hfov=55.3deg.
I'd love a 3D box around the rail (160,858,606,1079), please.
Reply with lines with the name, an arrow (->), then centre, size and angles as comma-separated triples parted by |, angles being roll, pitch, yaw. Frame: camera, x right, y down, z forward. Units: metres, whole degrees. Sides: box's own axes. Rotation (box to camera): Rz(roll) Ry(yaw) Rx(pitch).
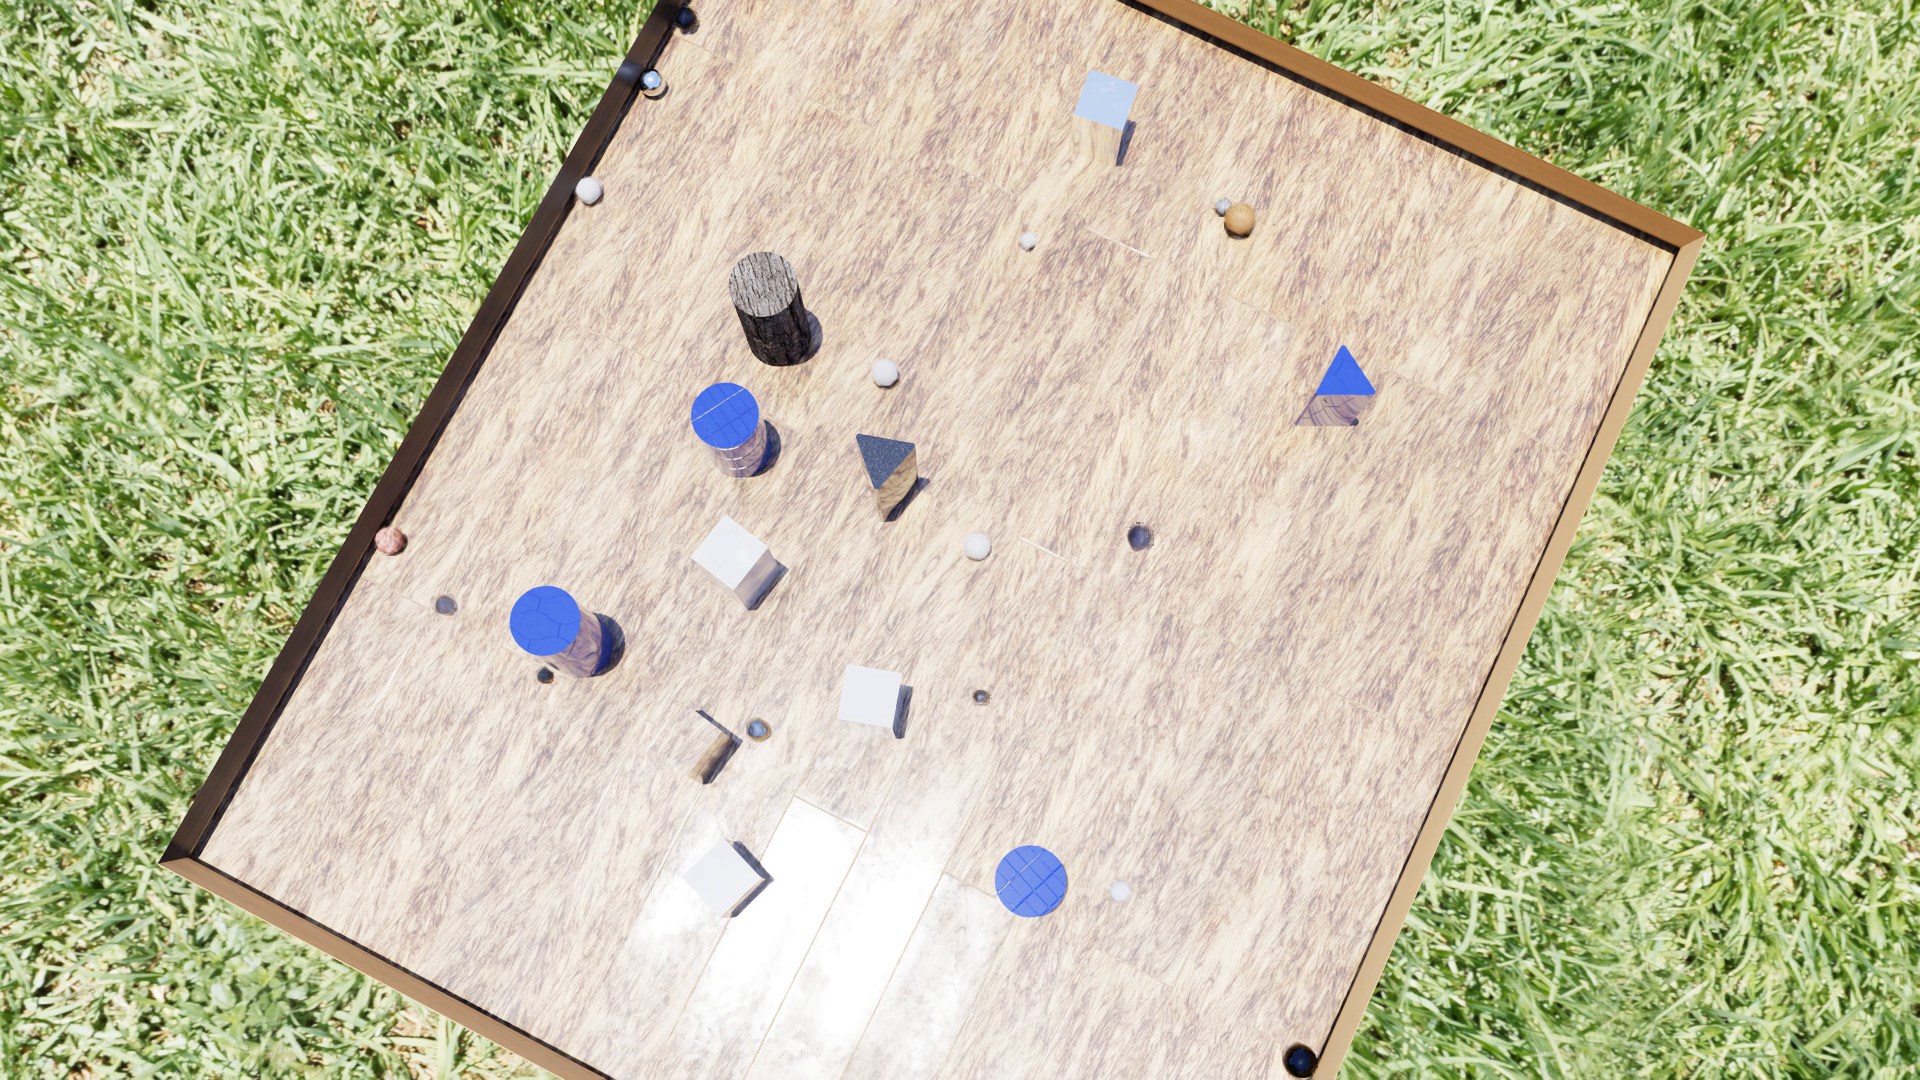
rail -> -0.838, 1.648, 5.209 | 3.288, 0.129, 0.045 | 26, 80, 5

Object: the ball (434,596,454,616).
ball -> -1.559, 0.197, 5.545 | 0.060, 0.060, 0.060 | 0, 78, 0

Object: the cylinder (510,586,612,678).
cylinder -> -1.150, 0.272, 5.314 | 0.198, 0.482, 0.198 | 0, 78, 0

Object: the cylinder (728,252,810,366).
cylinder -> -0.567, -0.687, 5.510 | 0.198, 0.487, 0.198 | 0, 78, 0

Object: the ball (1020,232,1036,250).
ball -> 0.215, -0.944, 5.786 | 0.051, 0.051, 0.051 | 0, 78, 0

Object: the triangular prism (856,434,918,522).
triangular prism -> -0.240, -0.210, 5.436 | 0.148, 0.440, 0.171 | 40, 81, 8

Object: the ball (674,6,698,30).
ball -> -0.887, -1.686, 5.927 | 0.075, 0.075, 0.075 | 0, 78, 0

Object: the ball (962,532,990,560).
ball -> 0.050, 0.017, 5.570 | 0.085, 0.085, 0.085 | 0, 78, 0

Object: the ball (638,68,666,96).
ball -> -0.987, -1.468, 5.876 | 0.087, 0.087, 0.087 | 0, 78, 0

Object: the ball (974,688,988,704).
ball -> 0.063, 0.470, 5.495 | 0.047, 0.047, 0.047 | 0, 78, 0

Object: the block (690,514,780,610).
block -> -0.660, 0.071, 5.420 | 0.158, 0.357, 0.158 | 37, 81, 7

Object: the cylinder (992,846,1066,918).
cylinder -> 0.195, 0.979, 5.240 | 0.198, 0.341, 0.198 | 0, 78, 0

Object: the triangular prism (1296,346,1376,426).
triangular prism -> 1.126, -0.465, 5.535 | 0.171, 0.349, 0.148 | 0, 78, 0

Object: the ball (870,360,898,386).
ball -> -0.234, -0.517, 5.680 | 0.085, 0.085, 0.085 | 0, 78, 0

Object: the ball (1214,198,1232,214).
ball -> 0.835, -1.058, 5.808 | 0.053, 0.053, 0.053 | 0, 78, 0

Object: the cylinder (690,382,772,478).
cylinder -> -0.681, -0.324, 5.494 | 0.198, 0.372, 0.198 | 0, 78, 0

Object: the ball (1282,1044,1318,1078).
ball -> 0.975, 1.495, 5.257 | 0.098, 0.098, 0.098 | 0, 78, 0

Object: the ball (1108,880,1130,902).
ball -> 0.467, 1.029, 5.371 | 0.063, 0.063, 0.063 | 0, 78, 0

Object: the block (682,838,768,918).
block -> -0.673, 0.977, 5.288 | 0.158, 0.248, 0.158 | -44, 82, -8

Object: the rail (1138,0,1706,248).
rail -> 0.838, -1.634, 5.888 | 3.288, 0.129, 0.045 | 26, 80, 5

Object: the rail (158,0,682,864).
rail -> -1.449, -0.703, 5.695 | 0.045, 0.129, 3.795 | 26, 80, 5

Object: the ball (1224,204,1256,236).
ball -> 0.884, -1.010, 5.775 | 0.099, 0.099, 0.099 | 0, 78, 0

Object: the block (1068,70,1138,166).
block -> 0.448, -1.321, 5.750 | 0.158, 0.274, 0.158 | 19, 79, 4

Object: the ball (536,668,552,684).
ball -> -1.248, 0.408, 5.508 | 0.046, 0.046, 0.046 | 0, 78, 0

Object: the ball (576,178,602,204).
ball -> -1.176, -1.108, 5.805 | 0.080, 0.080, 0.080 | 0, 78, 0

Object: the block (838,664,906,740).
block -> -0.257, 0.475, 5.353 | 0.158, 0.323, 0.158 | 10, 78, 2

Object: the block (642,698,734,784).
block -> -0.784, 0.589, 5.329 | 0.158, 0.325, 0.158 | 36, 81, 7

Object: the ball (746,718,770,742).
ball -> -0.601, 0.566, 5.464 | 0.069, 0.069, 0.069 | 0, 78, 0

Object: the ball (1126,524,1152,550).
ball -> 0.546, -0.009, 5.579 | 0.077, 0.077, 0.077 | 0, 78, 0

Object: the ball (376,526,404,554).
ball -> -1.736, 0.000, 5.574 | 0.083, 0.083, 0.083 | 0, 78, 0

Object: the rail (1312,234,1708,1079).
rail -> 1.449, 0.716, 5.402 | 0.045, 0.129, 3.795 | 26, 80, 5
